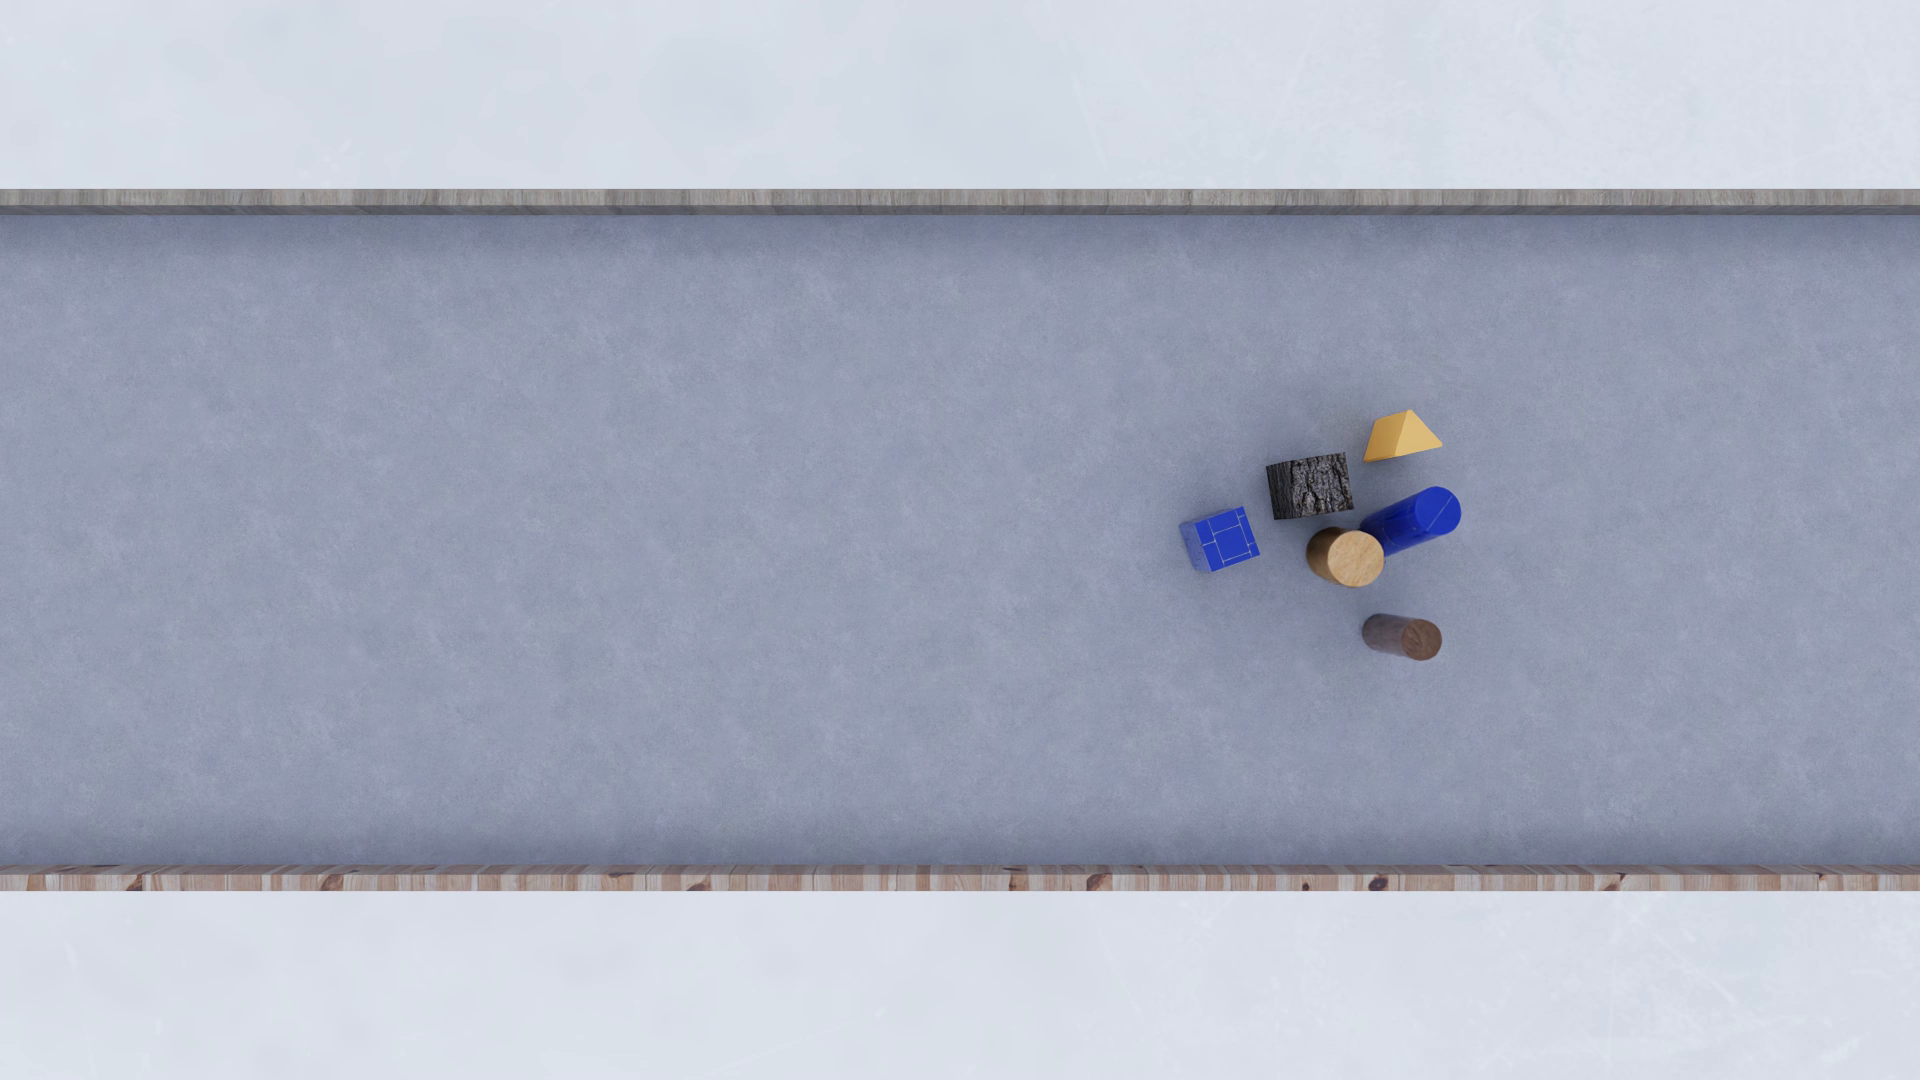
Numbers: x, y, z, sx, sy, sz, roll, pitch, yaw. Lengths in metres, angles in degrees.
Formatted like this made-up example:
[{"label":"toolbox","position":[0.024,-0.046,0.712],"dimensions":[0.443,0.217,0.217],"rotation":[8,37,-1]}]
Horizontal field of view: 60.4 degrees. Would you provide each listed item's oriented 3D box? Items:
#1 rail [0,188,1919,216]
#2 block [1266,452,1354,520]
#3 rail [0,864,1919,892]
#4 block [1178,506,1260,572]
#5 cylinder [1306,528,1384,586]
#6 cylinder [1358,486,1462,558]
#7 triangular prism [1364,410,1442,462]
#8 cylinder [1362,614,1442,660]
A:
[{"label":"rail","position":[-2.247,-1.025,5.002],"dimensions":[12.000,0.150,0.050],"rotation":[0,90,0]},{"label":"block","position":[1.037,-0.158,4.908],"dimensions":[0.167,0.338,0.167],"rotation":[-9,90,0]},{"label":"rail","position":[-2.247,1.025,5.001],"dimensions":[12.000,0.150,0.050],"rotation":[0,90,0]},{"label":"block","position":[0.766,-0.002,4.900],"dimensions":[0.147,0.352,0.147],"rotation":[-20,90,0]},{"label":"cylinder","position":[1.134,0.047,4.876],"dimensions":[0.159,0.391,0.159],"rotation":[0,92,3]},{"label":"cylinder","position":[1.321,-0.049,4.866],"dimensions":[0.140,0.399,0.140],"rotation":[2,80,-9]},{"label":"triangular prism","position":[1.297,-0.314,4.894],"dimensions":[0.138,0.364,0.119],"rotation":[-13,90,0]},{"label":"cylinder","position":[1.300,0.284,4.870],"dimensions":[0.117,0.410,0.117],"rotation":[0,90,-2]}]
